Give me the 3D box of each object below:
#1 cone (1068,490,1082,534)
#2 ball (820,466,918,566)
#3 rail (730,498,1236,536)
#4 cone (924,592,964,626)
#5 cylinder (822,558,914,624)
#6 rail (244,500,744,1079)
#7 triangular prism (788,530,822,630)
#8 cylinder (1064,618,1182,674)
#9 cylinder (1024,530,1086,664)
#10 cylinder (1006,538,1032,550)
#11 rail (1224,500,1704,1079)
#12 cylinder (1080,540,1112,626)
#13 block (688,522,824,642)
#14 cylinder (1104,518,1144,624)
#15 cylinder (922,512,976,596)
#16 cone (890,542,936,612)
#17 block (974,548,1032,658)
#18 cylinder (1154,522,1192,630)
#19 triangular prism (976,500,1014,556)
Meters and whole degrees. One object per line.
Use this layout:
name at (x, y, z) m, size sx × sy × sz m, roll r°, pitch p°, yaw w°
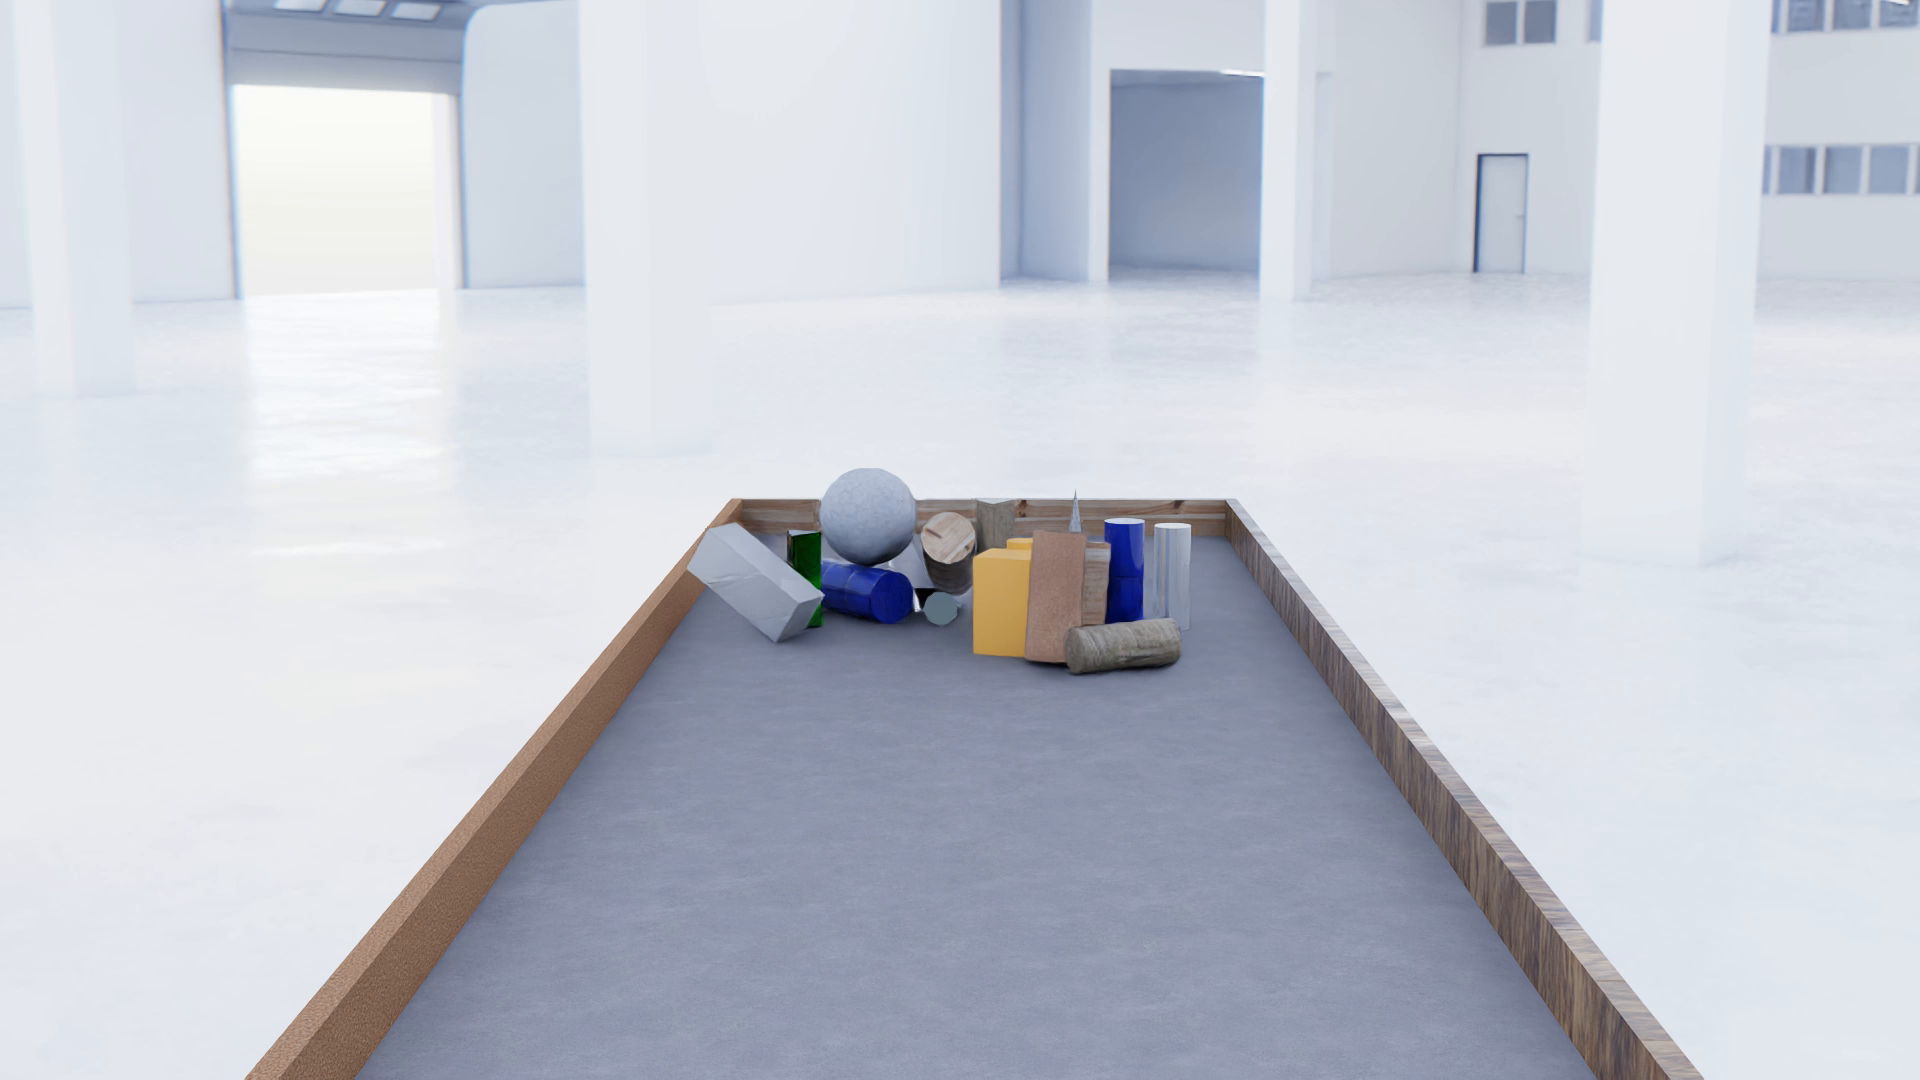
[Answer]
cone at (0.377, 0.055, 7.207) m, size 0.138 × 0.456 × 0.138 m, roll 0°, pitch 9°, yaw 0°
ball at (-0.306, -0.079, 7.355) m, size 0.330 × 0.330 × 0.330 m, roll 0°, pitch 9°, yaw 0°
rail at (0.099, -0.098, 9.147) m, size 2.100 × 0.150 × 0.050 m, roll 0°, pitch 9°, yaw 1°
cone at (-0.025, 0.225, 7.412) m, size 0.111 × 0.111 × 0.363 m, roll 2°, pitch 0°, yaw 13°
cylinder at (-0.347, 0.168, 7.376) m, size 0.172 × 0.172 × 0.409 m, roll -7°, pitch 10°, yaw -37°
rail at (-1.004, 0.839, 3.234) m, size 0.050 × 0.150 × 12.000 m, roll 0°, pitch 9°, yaw 1°
triangular prism at (-0.529, 0.129, 7.191) m, size 0.116 × 0.315 × 0.101 m, roll -8°, pitch 12°, yaw -41°
cylinder at (0.484, 0.315, 6.551) m, size 0.320 × 0.139 × 0.139 m, roll -5°, pitch 10°, yaw -20°
cylinder at (0.288, 0.170, 6.634) m, size 0.163 × 0.388 × 0.163 m, roll 4°, pitch 1°, yaw 0°
cylinder at (0.201, 0.161, 6.959) m, size 0.109 × 0.322 × 0.109 m, roll 0°, pitch 8°, yaw 0°
rail at (1.046, 0.843, 3.208) m, size 0.050 × 0.150 × 12.000 m, roll 0°, pitch 9°, yaw 1°
cylinder at (0.376, 0.174, 6.765) m, size 0.153 × 0.340 × 0.153 m, roll 4°, pitch 2°, yaw 0°
block at (-0.655, 0.134, 7.053) m, size 0.395 × 0.161 × 0.161 m, roll 38°, pitch 23°, yaw 17°
cylinder at (0.515, 0.134, 6.913) m, size 0.126 × 0.392 × 0.126 m, roll 0°, pitch 9°, yaw 0°
cylinder at (-0.033, 0.051, 7.365) m, size 0.176 × 0.176 × 0.402 m, roll 0°, pitch -17°, yaw 2°
cone at (-0.204, 0.021, 7.502) m, size 0.161 × 0.431 × 0.161 m, roll -12°, pitch -30°, yaw -7°
block at (0.155, 0.193, 6.824) m, size 0.178 × 0.303 × 0.178 m, roll 3°, pitch 9°, yaw 18°
cylinder at (0.692, 0.120, 7.176) m, size 0.119 × 0.337 × 0.119 m, roll 0°, pitch 9°, yaw 0°
triangular prism at (0.099, 0.073, 7.233) m, size 0.108 × 0.411 × 0.125 m, roll 6°, pitch 10°, yaw 34°
